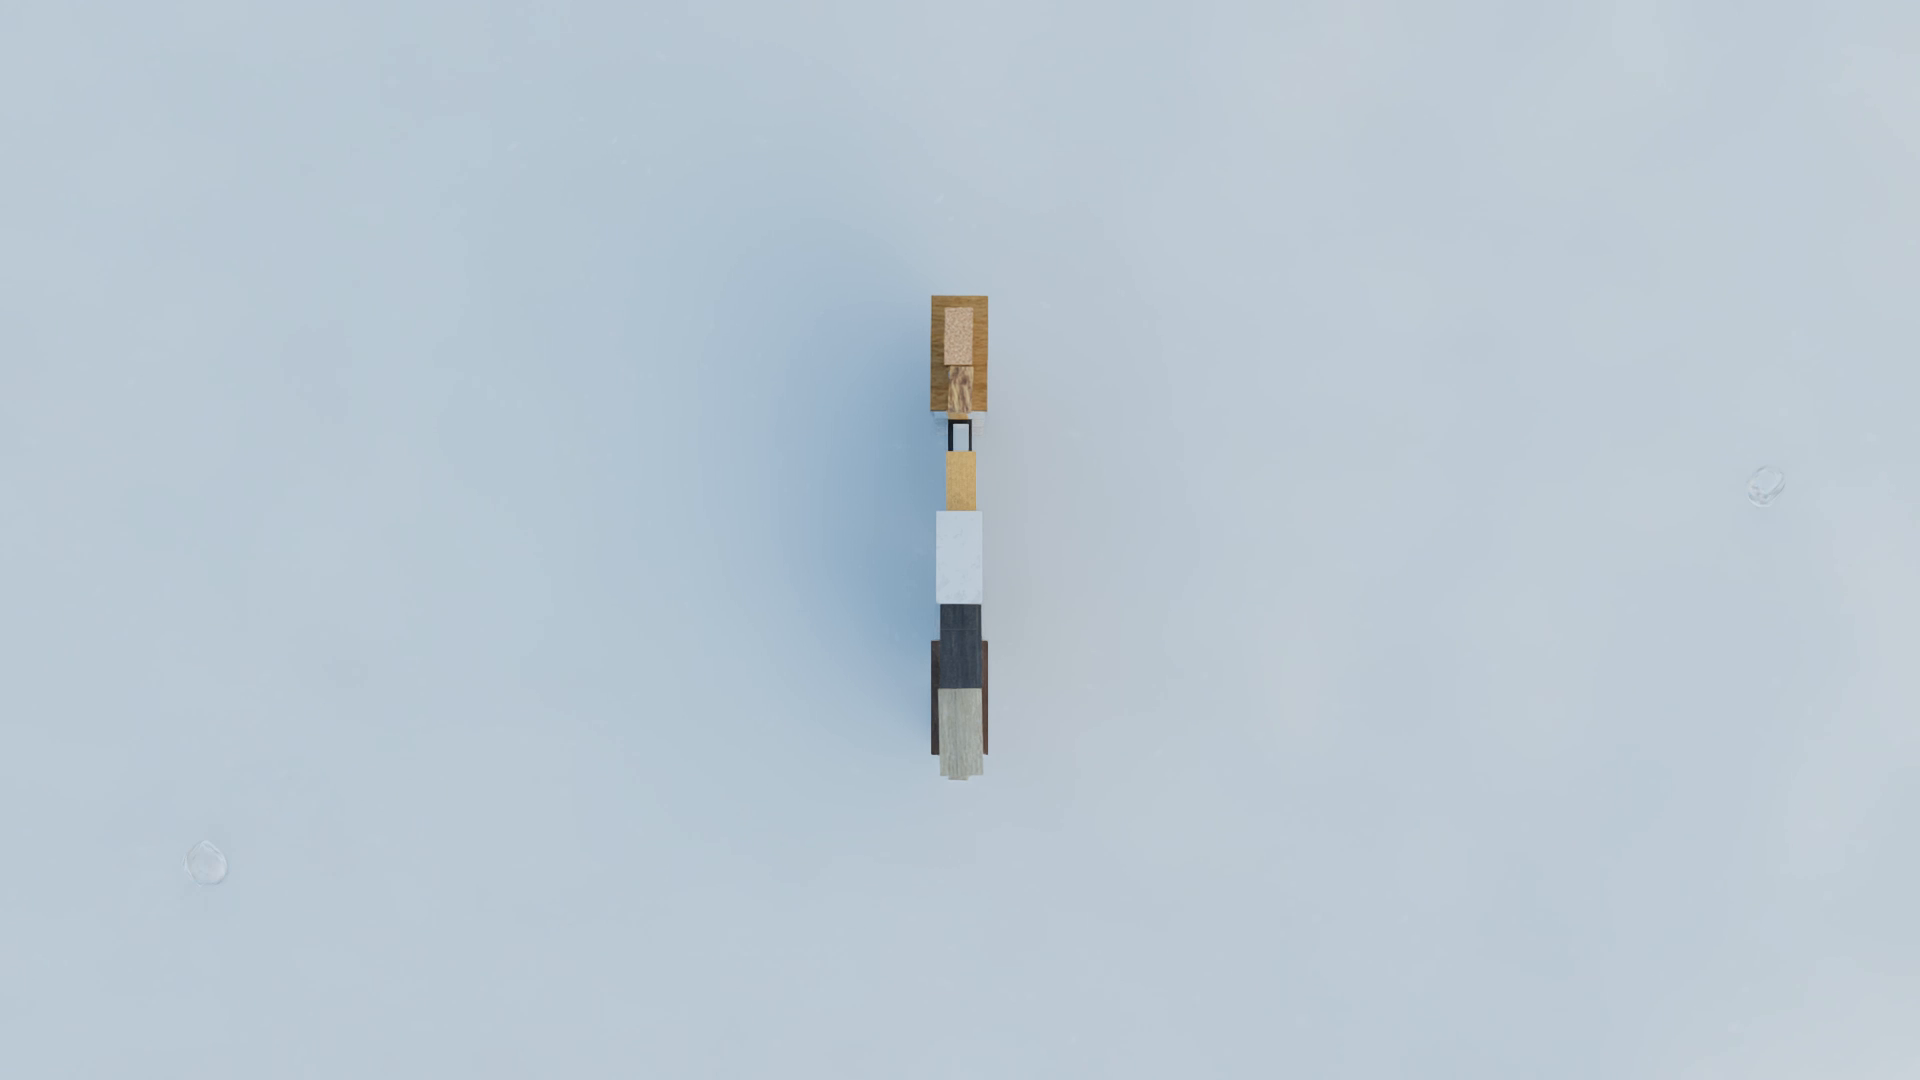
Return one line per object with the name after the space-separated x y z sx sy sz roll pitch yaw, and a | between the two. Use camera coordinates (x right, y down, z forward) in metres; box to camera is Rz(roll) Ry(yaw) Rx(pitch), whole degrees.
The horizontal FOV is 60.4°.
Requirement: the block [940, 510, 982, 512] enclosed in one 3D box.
0.000 0.040 5.218 0.132 0.037 0.264 0 90 0 | block

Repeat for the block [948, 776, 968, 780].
-0.001 0.661 4.965 0.061 0.017 0.122 3 90 0 | block

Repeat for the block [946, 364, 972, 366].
-0.004 -0.533 4.842 0.081 0.161 0.023 1 90 0 | block

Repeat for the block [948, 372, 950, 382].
-0.001 -0.479 4.855 0.067 0.134 0.019 0 90 0 | block

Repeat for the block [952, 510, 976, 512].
0.004 -0.132 5.005 0.090 0.026 0.181 0 90 0 | block

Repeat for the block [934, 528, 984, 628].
-0.003 0.112 4.880 0.149 0.042 0.298 0 90 0 | block

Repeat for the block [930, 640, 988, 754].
-0.001 0.487 5.121 0.177 0.050 0.354 0 90 0 | block

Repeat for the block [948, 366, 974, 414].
0.002 -0.436 4.778 0.067 0.019 0.134 3 90 0 | block

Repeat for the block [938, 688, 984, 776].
0.002 0.539 4.640 0.122 0.035 0.244 -1 90 0 | block

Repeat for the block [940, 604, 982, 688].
0.003 0.296 4.610 0.116 0.033 0.232 0 90 0 | block

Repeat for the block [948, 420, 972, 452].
0.000 -0.303 5.170 0.075 0.021 0.149 0 90 0 | block

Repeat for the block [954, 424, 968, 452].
0.003 -0.310 5.061 0.046 0.013 0.093 0 90 0 | block

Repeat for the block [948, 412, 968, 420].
-0.007 -0.431 5.361 0.065 0.018 0.130 1 90 0 | block

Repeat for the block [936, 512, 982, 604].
-0.002 0.047 4.586 0.127 0.036 0.255 0 90 0 | block

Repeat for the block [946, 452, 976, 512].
0.004 -0.172 4.806 0.087 0.025 0.174 0 90 0 | block

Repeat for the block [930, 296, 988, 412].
-0.002 -0.559 4.947 0.171 0.048 0.342 1 90 0 | block

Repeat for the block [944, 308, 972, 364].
-0.004 -0.587 4.750 0.081 0.023 0.161 0 90 0 | block
